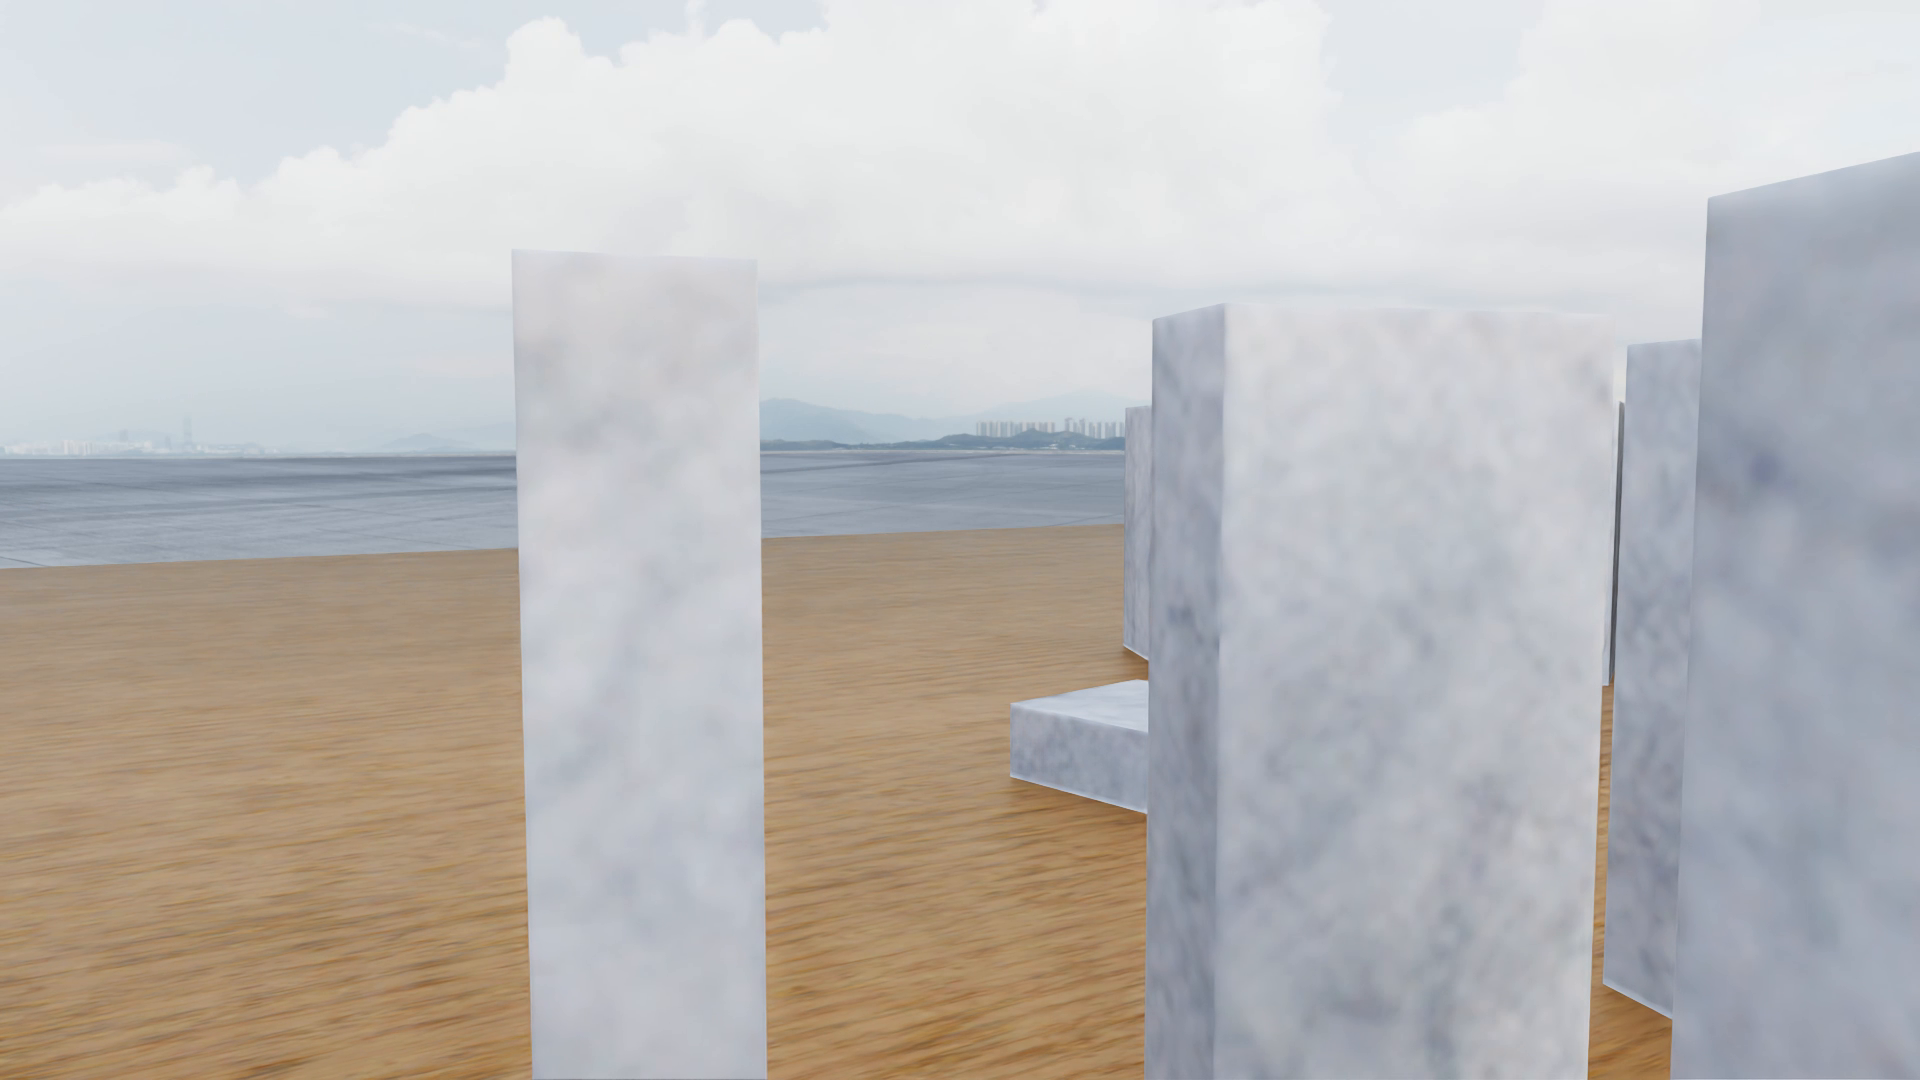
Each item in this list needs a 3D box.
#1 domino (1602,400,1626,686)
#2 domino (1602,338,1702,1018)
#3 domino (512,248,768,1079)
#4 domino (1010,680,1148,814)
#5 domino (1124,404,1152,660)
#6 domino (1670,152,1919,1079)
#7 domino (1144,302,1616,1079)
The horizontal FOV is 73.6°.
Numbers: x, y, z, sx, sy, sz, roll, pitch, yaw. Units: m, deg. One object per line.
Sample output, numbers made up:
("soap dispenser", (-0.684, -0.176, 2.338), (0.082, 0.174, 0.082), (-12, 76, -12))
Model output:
("domino", (0.116, 0.000, 0.237), (0.010, 0.050, 0.025), (2, 5, 30))
("domino", (0.059, 0.011, 0.089), (0.009, 0.050, 0.025), (-1, 4, -17))
("domino", (-0.017, 0.013, 0.065), (0.010, 0.050, 0.025), (-1, 4, -17))
("domino", (0.032, 0.026, 0.154), (0.025, 0.009, 0.050), (-4, 6, -42))
("domino", (0.041, -0.002, 0.257), (0.010, 0.050, 0.025), (-1, 4, -8))
("domino", (0.036, 0.015, 0.040), (0.025, 0.050, 0.009), (-1, 4, -16))
("domino", (0.025, 0.012, 0.078), (0.025, 0.050, 0.009), (-1, 4, -15))
